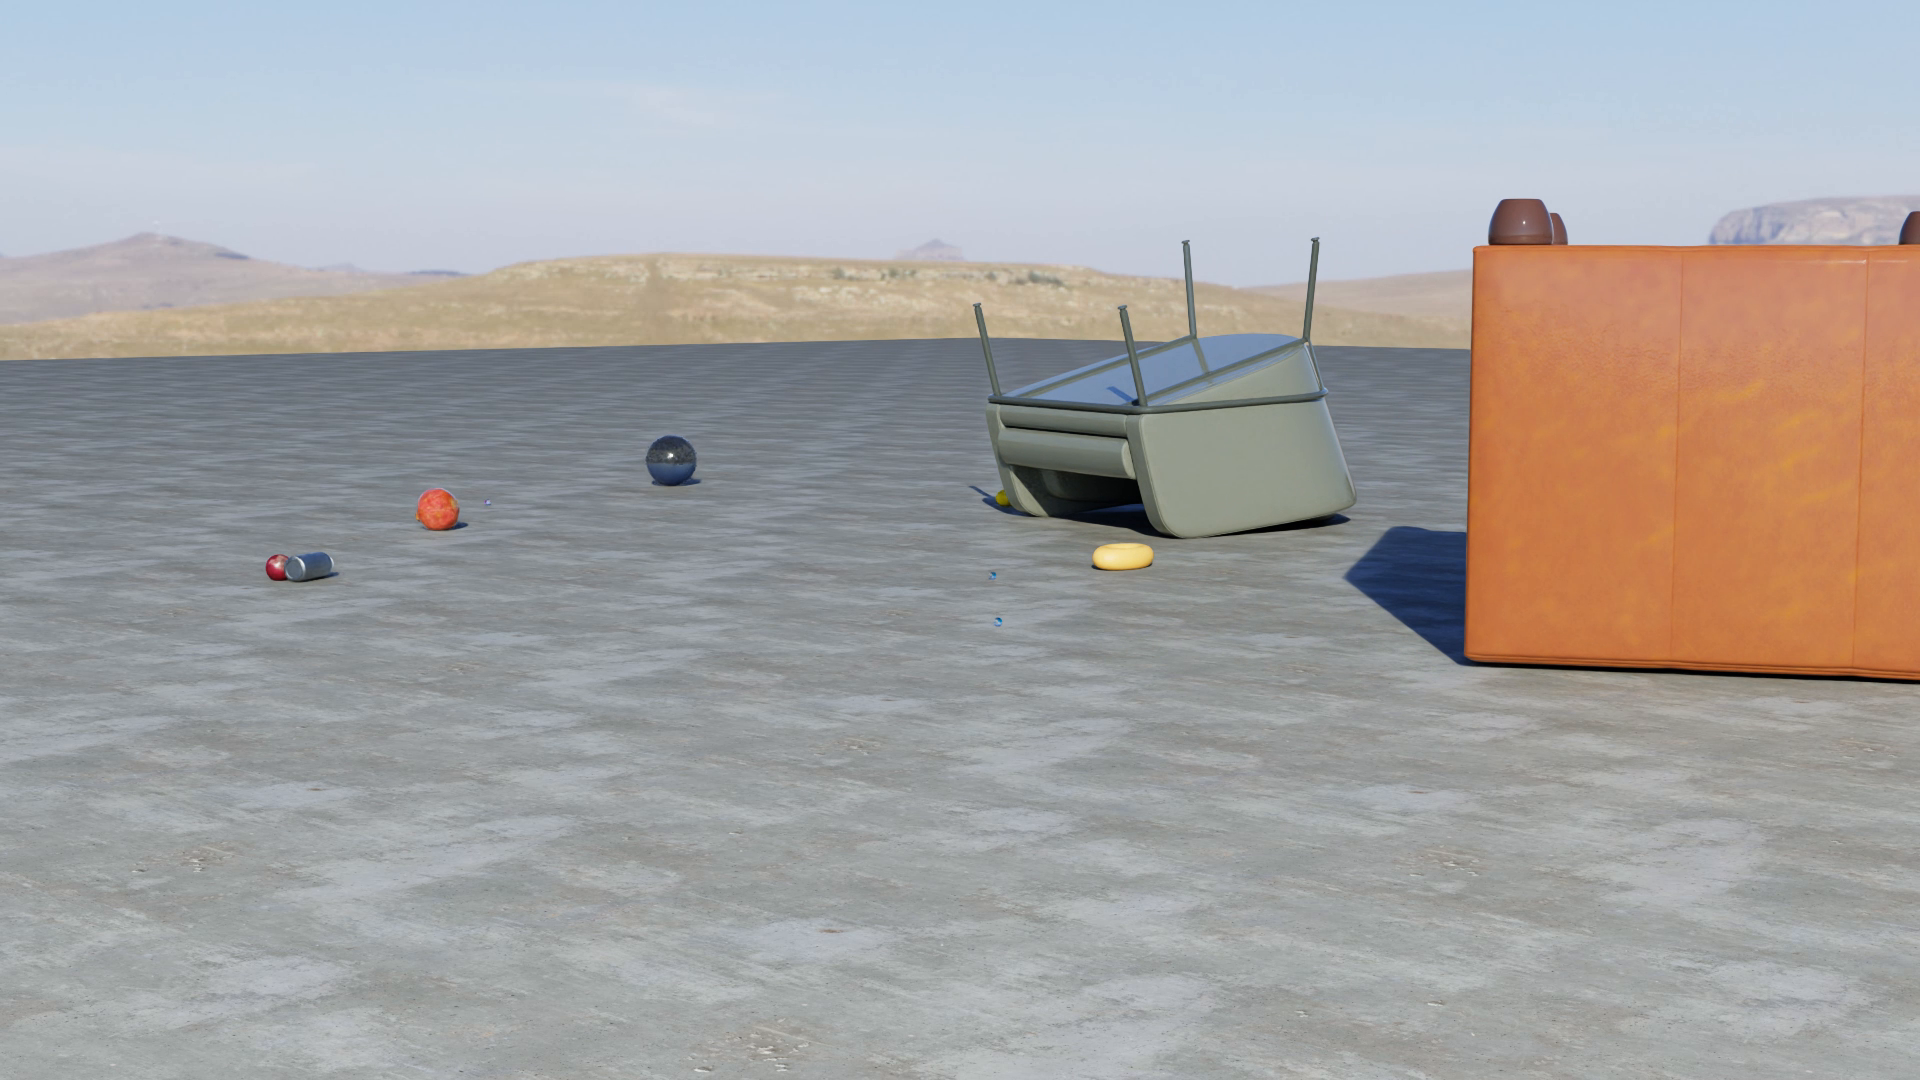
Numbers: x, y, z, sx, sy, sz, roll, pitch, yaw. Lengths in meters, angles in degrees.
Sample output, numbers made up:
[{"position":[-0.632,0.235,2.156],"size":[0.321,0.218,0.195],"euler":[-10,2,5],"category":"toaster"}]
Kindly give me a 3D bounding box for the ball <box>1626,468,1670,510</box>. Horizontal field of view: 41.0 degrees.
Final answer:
[{"position":[1.932,-0.142,7.209],"size":[0.119,0.119,0.119],"euler":[0,6,0],"category":"ball"}]

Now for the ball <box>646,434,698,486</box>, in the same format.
[{"position":[-0.906,-0.250,8.058],"size":[0.160,0.160,0.160],"euler":[0,6,0],"category":"ball"}]

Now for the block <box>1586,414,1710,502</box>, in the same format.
[{"position":[2.056,-0.248,7.690],"size":[0.334,0.231,0.353],"euler":[1,6,12],"category":"block"}]

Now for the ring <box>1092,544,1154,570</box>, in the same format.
[{"position":[0.370,0.038,5.808],"size":[0.112,0.049,0.196],"euler":[6,7,34],"category":"ring"}]
